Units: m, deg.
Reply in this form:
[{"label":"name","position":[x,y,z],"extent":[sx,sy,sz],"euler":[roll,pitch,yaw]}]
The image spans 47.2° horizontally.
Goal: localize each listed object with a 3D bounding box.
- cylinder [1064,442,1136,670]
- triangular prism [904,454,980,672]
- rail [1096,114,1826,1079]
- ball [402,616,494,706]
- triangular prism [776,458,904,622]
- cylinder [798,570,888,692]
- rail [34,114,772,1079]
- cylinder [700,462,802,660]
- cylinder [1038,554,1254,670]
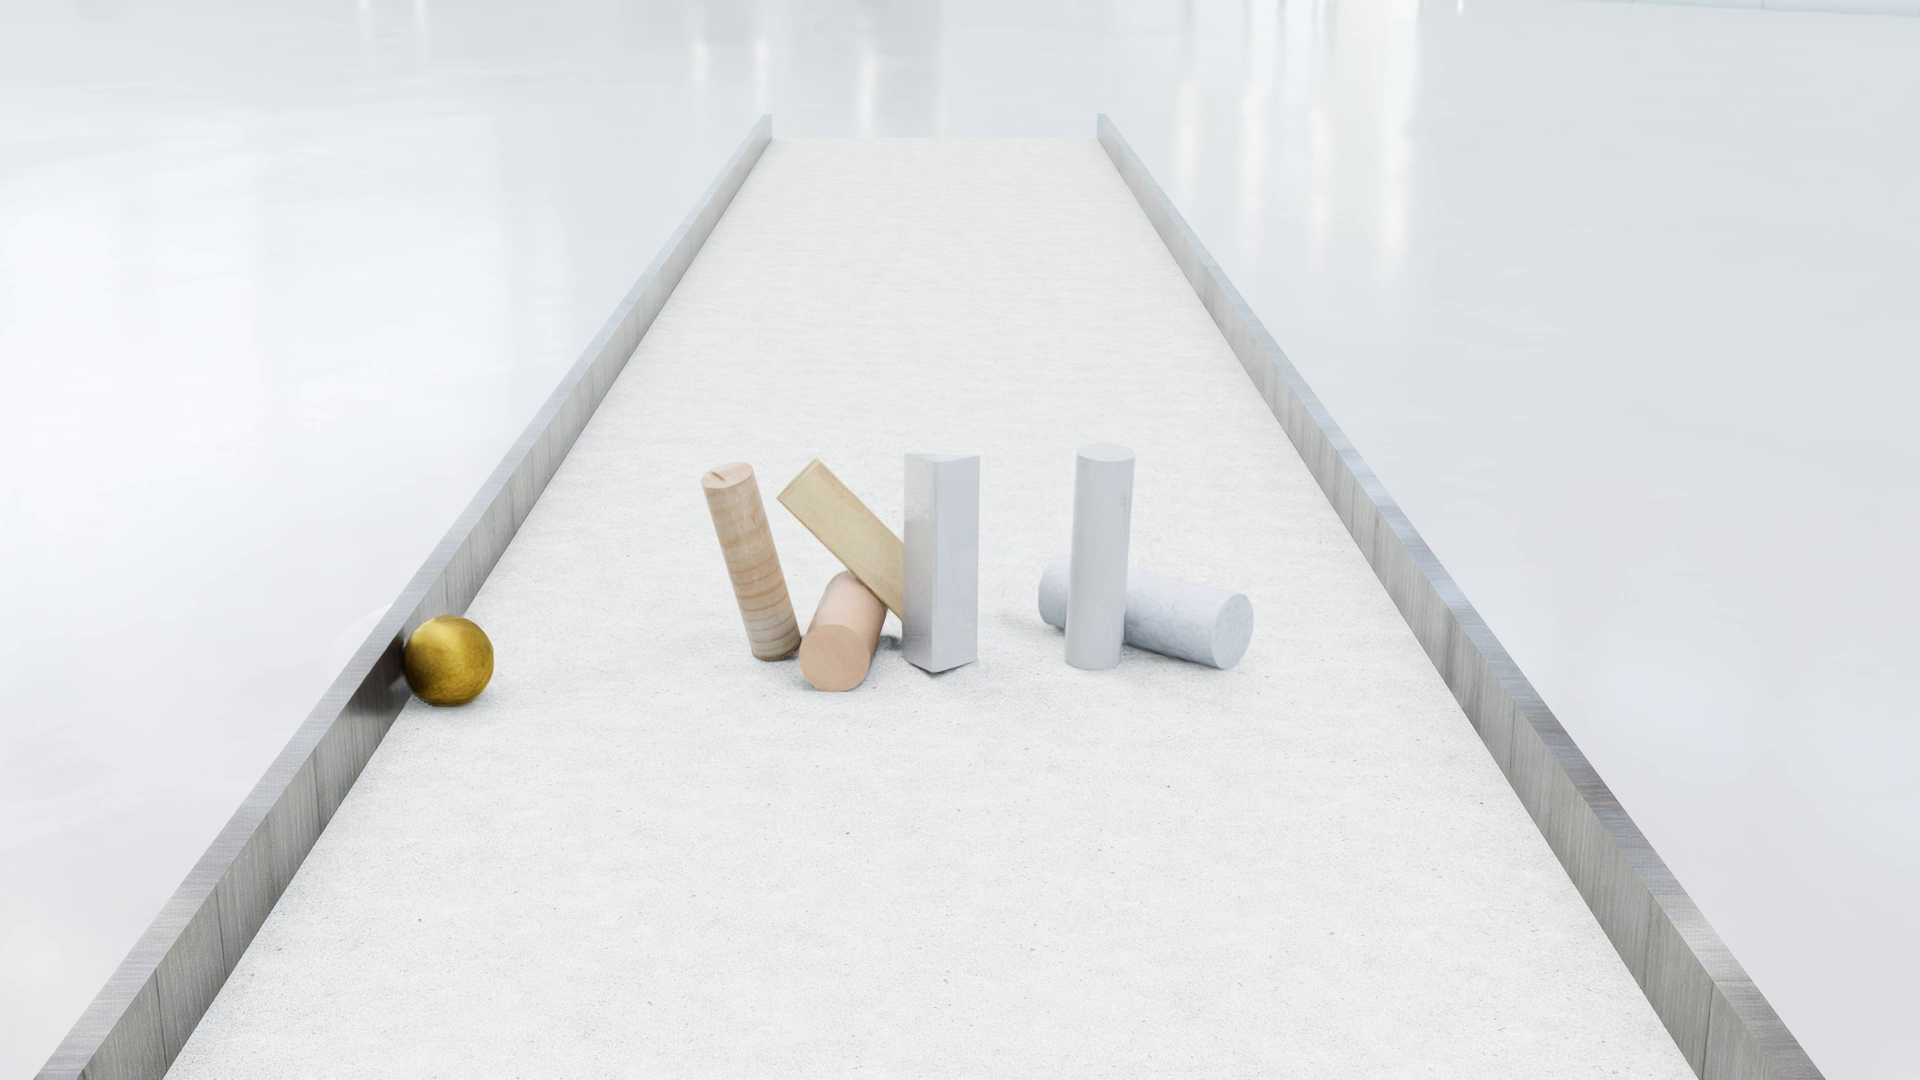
[{"label":"cylinder","position":[0.275,0.033,4.337],"extent":[0.116,0.436,0.116],"euler":[2,21,-1]},{"label":"triangular prism","position":[-0.059,0.039,4.360],"extent":[0.128,0.413,0.148],"euler":[7,11,34]},{"label":"rail","position":[0.932,-0.844,7.801],"extent":[0.050,0.150,12.000],"euler":[0,17,-1]},{"label":"ball","position":[-0.967,0.228,4.161],"extent":[0.171,0.171,0.171],"euler":[0,17,0]},{"label":"triangular prism","position":[-0.173,0.018,4.482],"extent":[0.434,0.102,0.117],"euler":[45,15,-6]},{"label":"cylinder","position":[-0.228,0.176,4.392],"extent":[0.138,0.138,0.359],"euler":[1,17,4]},{"label":"rail","position":[-1.118,-0.838,7.780],"extent":[0.050,0.150,12.000],"euler":[0,17,-1]},{"label":"cylinder","position":[-0.411,0.045,4.354],"extent":[0.105,0.398,0.105],"euler":[-10,28,6]},{"label":"cylinder","position":[0.374,0.142,4.479],"extent":[0.428,0.154,0.154],"euler":[13,21,37]}]
